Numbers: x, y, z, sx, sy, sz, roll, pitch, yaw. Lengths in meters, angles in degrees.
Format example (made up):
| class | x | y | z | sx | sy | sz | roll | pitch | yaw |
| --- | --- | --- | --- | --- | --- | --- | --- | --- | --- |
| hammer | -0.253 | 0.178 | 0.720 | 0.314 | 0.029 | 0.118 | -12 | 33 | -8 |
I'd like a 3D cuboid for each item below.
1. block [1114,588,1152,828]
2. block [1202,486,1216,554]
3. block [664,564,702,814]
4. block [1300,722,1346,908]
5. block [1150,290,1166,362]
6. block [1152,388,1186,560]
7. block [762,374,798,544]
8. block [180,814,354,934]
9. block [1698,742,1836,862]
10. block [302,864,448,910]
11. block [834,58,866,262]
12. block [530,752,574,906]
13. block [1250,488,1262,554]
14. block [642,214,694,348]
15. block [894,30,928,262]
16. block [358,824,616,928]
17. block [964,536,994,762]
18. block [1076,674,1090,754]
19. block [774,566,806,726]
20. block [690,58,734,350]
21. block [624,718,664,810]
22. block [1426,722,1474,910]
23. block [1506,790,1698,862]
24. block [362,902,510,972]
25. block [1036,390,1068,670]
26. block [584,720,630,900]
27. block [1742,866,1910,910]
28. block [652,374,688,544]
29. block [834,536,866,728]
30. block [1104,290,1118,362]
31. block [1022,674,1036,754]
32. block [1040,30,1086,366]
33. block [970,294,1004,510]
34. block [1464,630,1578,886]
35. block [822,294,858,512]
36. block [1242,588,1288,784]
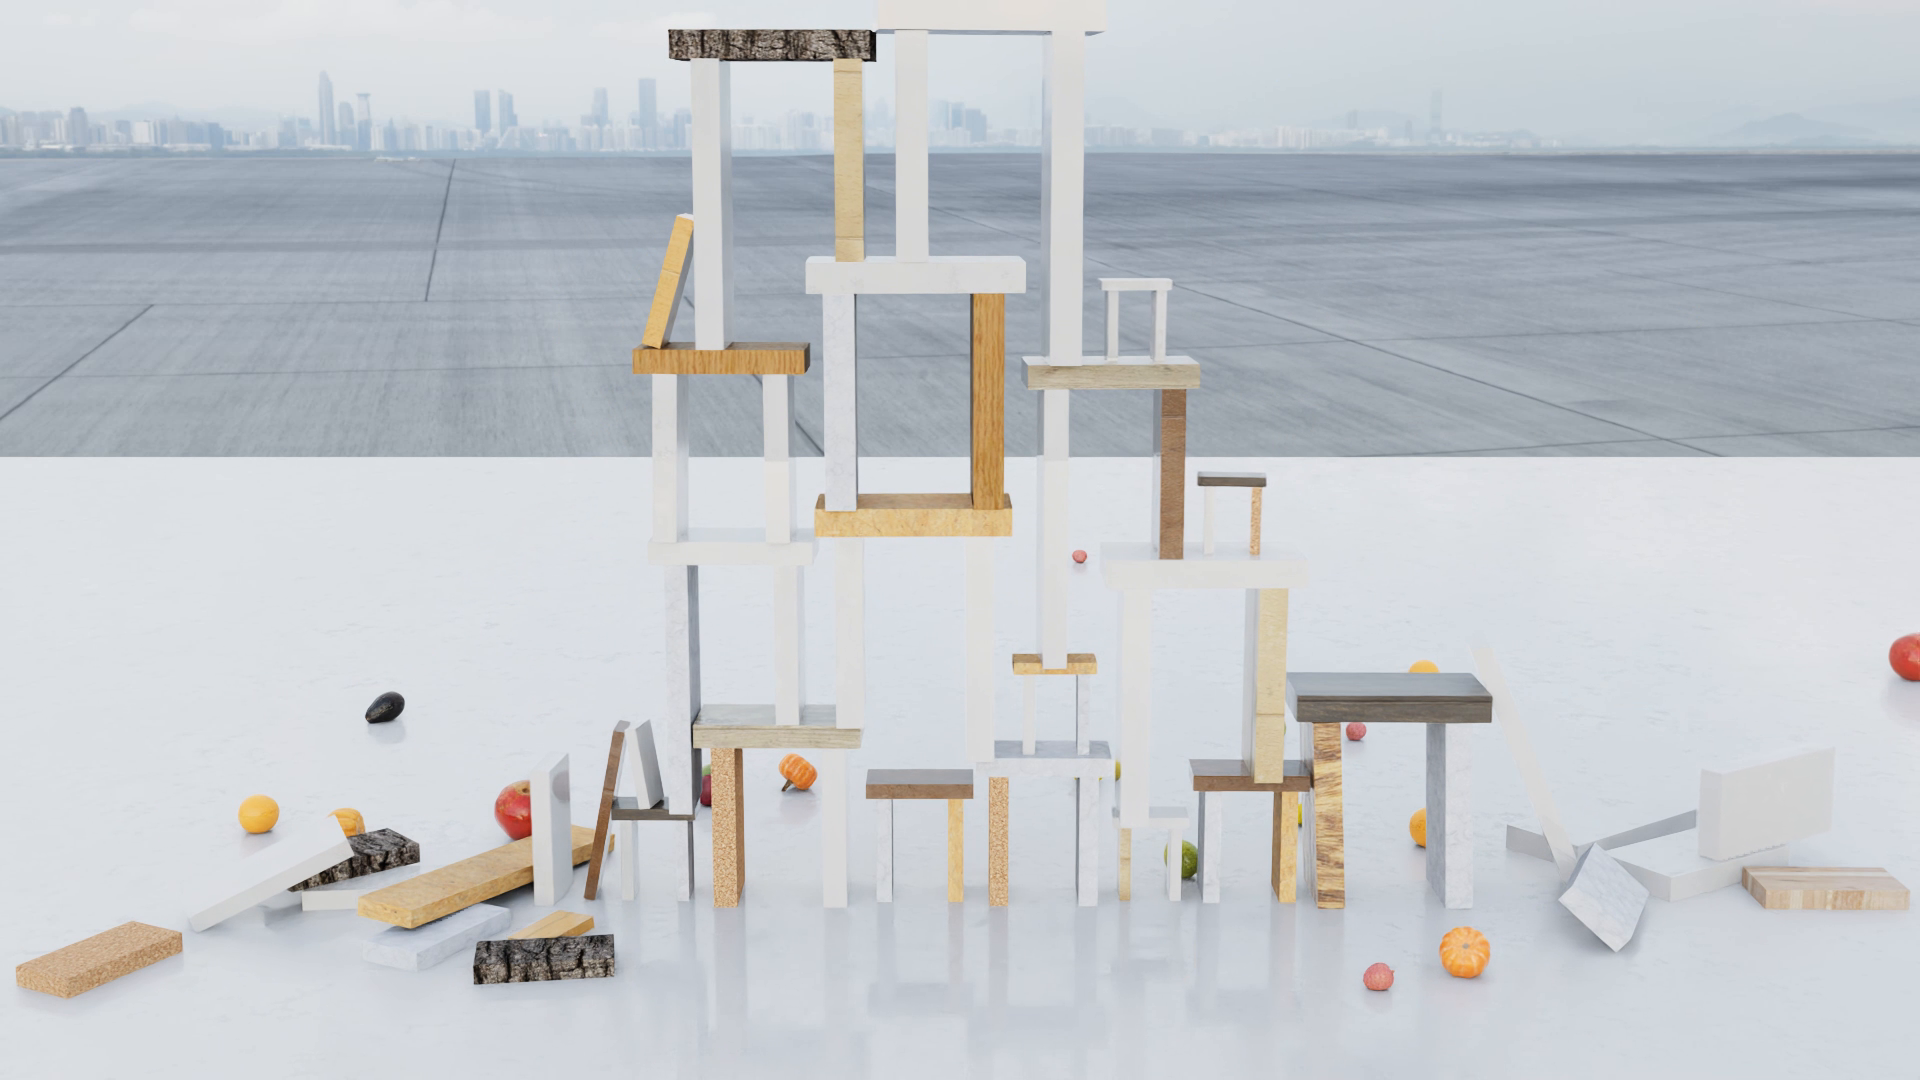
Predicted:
| class | x | y | z | sx | sy | sz | roll | pitch | yaw |
| --- | --- | --- | --- | --- | --- | --- | --- | --- | --- |
| block | 0.283 | 0.257 | 3.602 | 0.045 | 0.394 | 0.160 | 0 | 11 | 1 |
| block | 0.402 | -0.036 | 3.550 | 0.016 | 0.110 | 0.055 | 1 | 11 | 3 |
| block | -0.453 | 0.231 | 3.606 | 0.037 | 0.414 | 0.131 | 0 | 11 | 1 |
| block | 0.599 | 0.434 | 3.645 | 0.044 | 0.313 | 0.157 | -3 | 10 | 1 |
| block | 0.316 | -0.344 | 3.505 | 0.016 | 0.112 | 0.056 | 0 | 11 | -4 |
| block | 0.335 | -0.115 | 3.533 | 0.038 | 0.271 | 0.135 | 0 | 11 | 0 |
| block | -0.288 | -0.139 | 3.529 | 0.038 | 0.268 | 0.134 | 0 | 11 | 1 |
| block | -1.123 | 0.539 | 3.566 | 0.267 | 0.031 | 0.109 | -26 | 26 | -17 |
| block | 1.388 | 0.447 | 3.781 | 0.304 | 0.152 | 0.043 | -7 | 11 | -33 |
| block | -0.964 | 0.577 | 3.652 | 0.229 | 0.033 | 0.115 | -1 | 11 | -5 |
| block | -0.172 | -0.595 | 3.449 | 0.043 | 0.307 | 0.153 | 0 | 11 | -1 |
| block | -0.676 | 0.478 | 3.644 | 0.033 | 0.230 | 0.115 | 1 | 11 | 6 |
| block | 0.477 | -0.035 | 3.544 | 0.016 | 0.110 | 0.055 | 2 | 11 | 8 |
| block | -0.455 | -0.411 | 3.482 | 0.029 | 0.207 | 0.103 | 17 | 10 | -2 |
| block | -0.076 | -0.614 | 3.436 | 0.049 | 0.348 | 0.174 | 0 | 11 | -1 |
| block | -0.774 | 0.552 | 3.656 | 0.103 | 0.029 | 0.561 | 8 | 8 | 24 |
| block | 0.032 | 0.162 | 3.587 | 0.044 | 0.370 | 0.156 | 0 | 11 | 0 |
| block | 0.201 | 0.278 | 3.608 | 0.019 | 0.135 | 0.067 | 0 | 11 | 1 |
| block | -0.277 | 0.158 | 3.588 | 0.037 | 0.263 | 0.131 | 0 | 11 | 1 |
| block | -0.389 | -0.529 | 3.466 | 0.043 | 0.445 | 0.153 | 0 | 11 | 1 |
| block | -0.520 | 0.369 | 3.625 | 0.019 | 0.135 | 0.068 | -7 | 9 | 14 |
| block | 0.810 | 0.435 | 3.644 | 0.044 | 0.313 | 0.157 | -2 | 11 | 1 |
| block | 1.153 | 0.517 | 3.946 | 0.347 | 0.043 | 0.152 | -8 | 13 | -37 |
| block | -0.817 | 0.617 | 3.442 | 0.109 | 0.031 | 0.218 | 6 | 12 | 28 |
| block | 0.148 | -0.027 | 3.544 | 0.038 | 0.449 | 0.135 | -1 | 11 | -3 |
| block | -0.584 | 0.447 | 3.644 | 0.019 | 0.292 | 0.068 | 11 | 10 | -2 |
| block | 1.434 | 0.577 | 3.647 | 0.233 | 0.033 | 0.117 | 0 | 11 | 1 |
| block | -0.464 | -0.140 | 3.530 | 0.038 | 0.268 | 0.134 | 2 | 11 | 1 |
| block | -0.178 | 0.135 | 3.576 | 0.044 | 0.312 | 0.156 | 0 | 11 | -1 |
| block | 0.241 | -0.343 | 3.503 | 0.016 | 0.112 | 0.056 | -1 | 11 | -2 |
| block | 0.114 | 0.278 | 3.608 | 0.019 | 0.135 | 0.068 | 1 | 11 | 3 |
| block | 0.160 | -0.536 | 3.455 | 0.049 | 0.509 | 0.174 | -1 | 11 | -3 |
| block | 0.043 | -0.230 | 3.513 | 0.048 | 0.339 | 0.170 | 0 | 11 | -1 |
| block | 0.940 | 0.374 | 3.646 | 0.033 | 0.458 | 0.117 | -22 | 7 | 10 |
| block | -0.189 | -0.228 | 3.501 | 0.048 | 0.339 | 0.170 | 0 | 11 | -1 |
| block | 0.498 | 0.220 | 3.597 | 0.045 | 0.320 | 0.160 | 0 | 11 | -1 |
